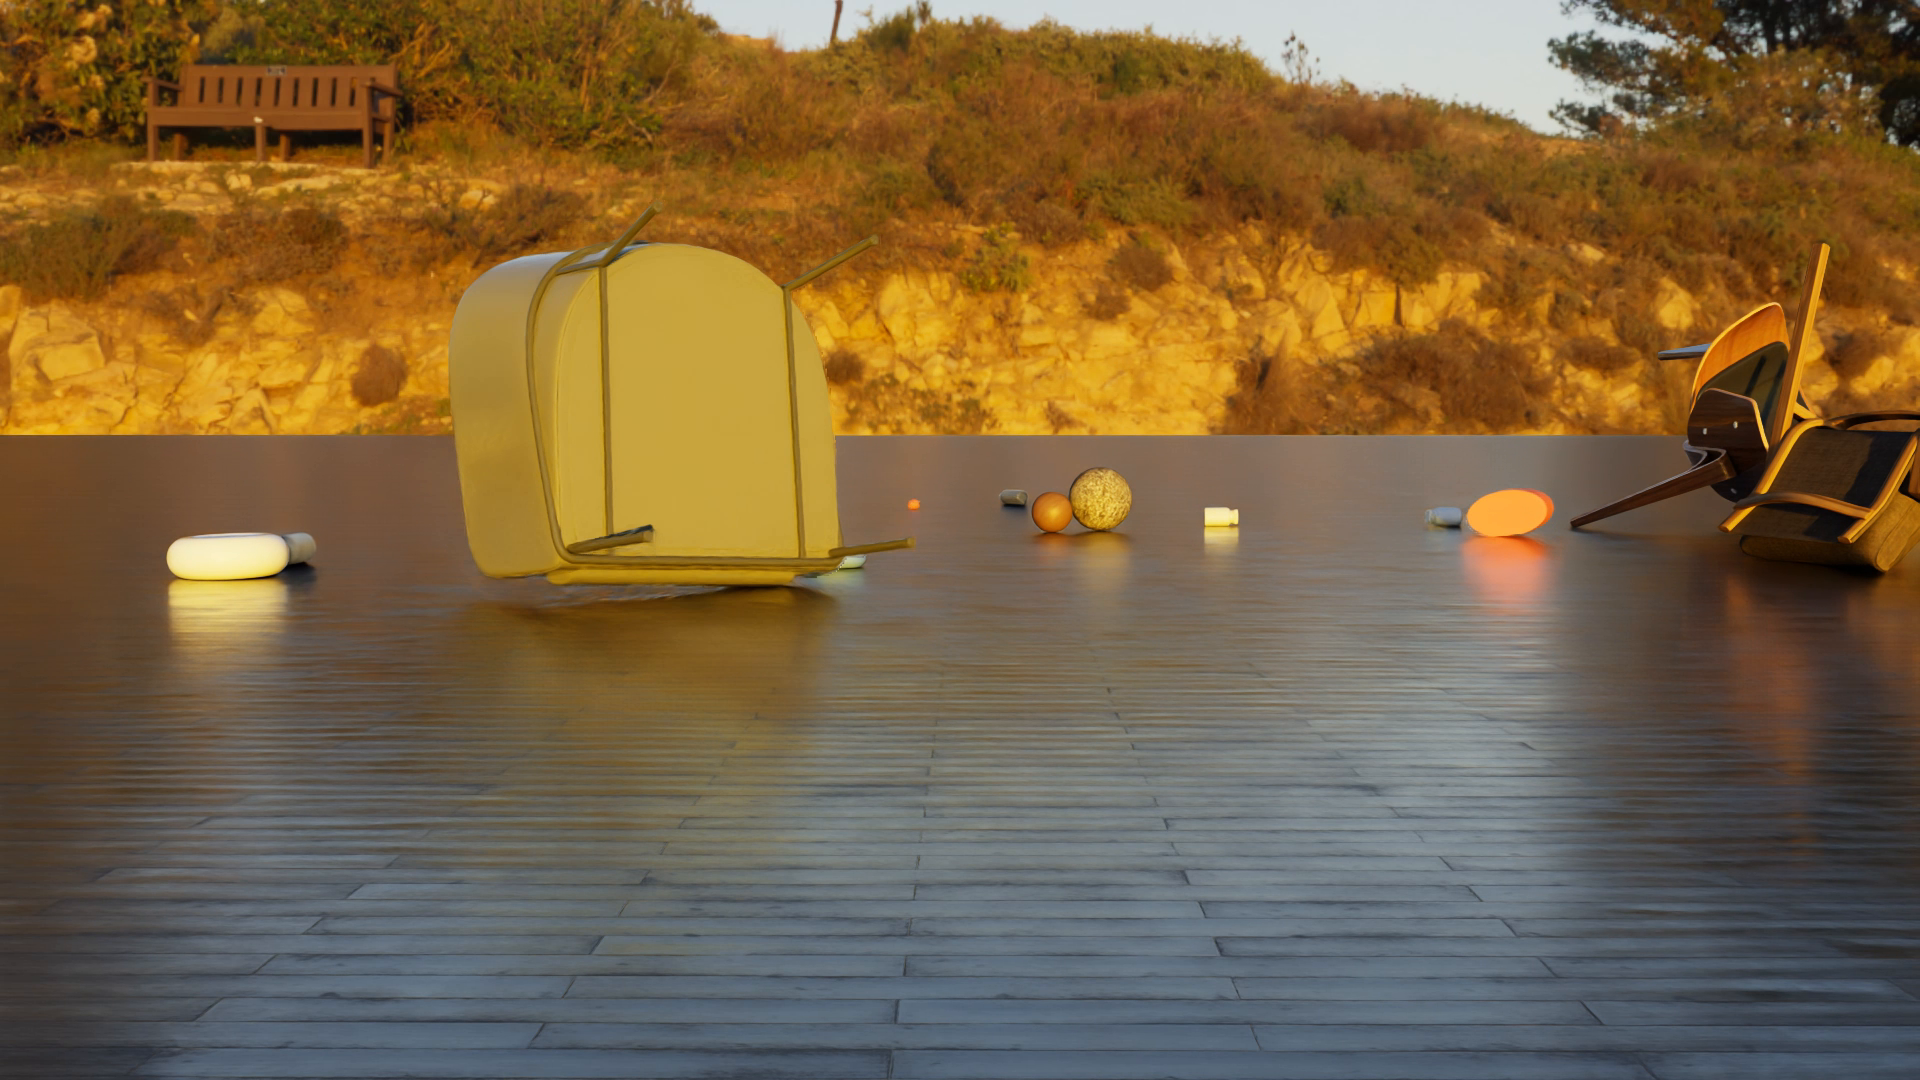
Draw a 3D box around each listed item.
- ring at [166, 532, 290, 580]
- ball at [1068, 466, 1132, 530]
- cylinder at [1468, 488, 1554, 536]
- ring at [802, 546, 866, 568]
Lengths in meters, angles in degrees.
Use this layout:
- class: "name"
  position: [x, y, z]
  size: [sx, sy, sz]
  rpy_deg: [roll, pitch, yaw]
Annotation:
- class: "ring"
  position: [-1.752, 0.038, 5.269]
  size: [0.281, 0.100, 0.286]
  rpy_deg: [-5, 5, -42]
- class: "ball"
  position: [0.445, -0.130, 6.967]
  size: [0.203, 0.203, 0.203]
  rpy_deg: [0, 4, 0]
- class: "cylinder"
  position: [1.692, -0.086, 6.756]
  size: [0.239, 0.140, 0.175]
  rpy_deg: [-8, 1, 22]
- class: "ring"
  position: [-0.318, 0.044, 5.551]
  size: [0.165, 0.051, 0.157]
  rpy_deg: [3, 4, 33]
